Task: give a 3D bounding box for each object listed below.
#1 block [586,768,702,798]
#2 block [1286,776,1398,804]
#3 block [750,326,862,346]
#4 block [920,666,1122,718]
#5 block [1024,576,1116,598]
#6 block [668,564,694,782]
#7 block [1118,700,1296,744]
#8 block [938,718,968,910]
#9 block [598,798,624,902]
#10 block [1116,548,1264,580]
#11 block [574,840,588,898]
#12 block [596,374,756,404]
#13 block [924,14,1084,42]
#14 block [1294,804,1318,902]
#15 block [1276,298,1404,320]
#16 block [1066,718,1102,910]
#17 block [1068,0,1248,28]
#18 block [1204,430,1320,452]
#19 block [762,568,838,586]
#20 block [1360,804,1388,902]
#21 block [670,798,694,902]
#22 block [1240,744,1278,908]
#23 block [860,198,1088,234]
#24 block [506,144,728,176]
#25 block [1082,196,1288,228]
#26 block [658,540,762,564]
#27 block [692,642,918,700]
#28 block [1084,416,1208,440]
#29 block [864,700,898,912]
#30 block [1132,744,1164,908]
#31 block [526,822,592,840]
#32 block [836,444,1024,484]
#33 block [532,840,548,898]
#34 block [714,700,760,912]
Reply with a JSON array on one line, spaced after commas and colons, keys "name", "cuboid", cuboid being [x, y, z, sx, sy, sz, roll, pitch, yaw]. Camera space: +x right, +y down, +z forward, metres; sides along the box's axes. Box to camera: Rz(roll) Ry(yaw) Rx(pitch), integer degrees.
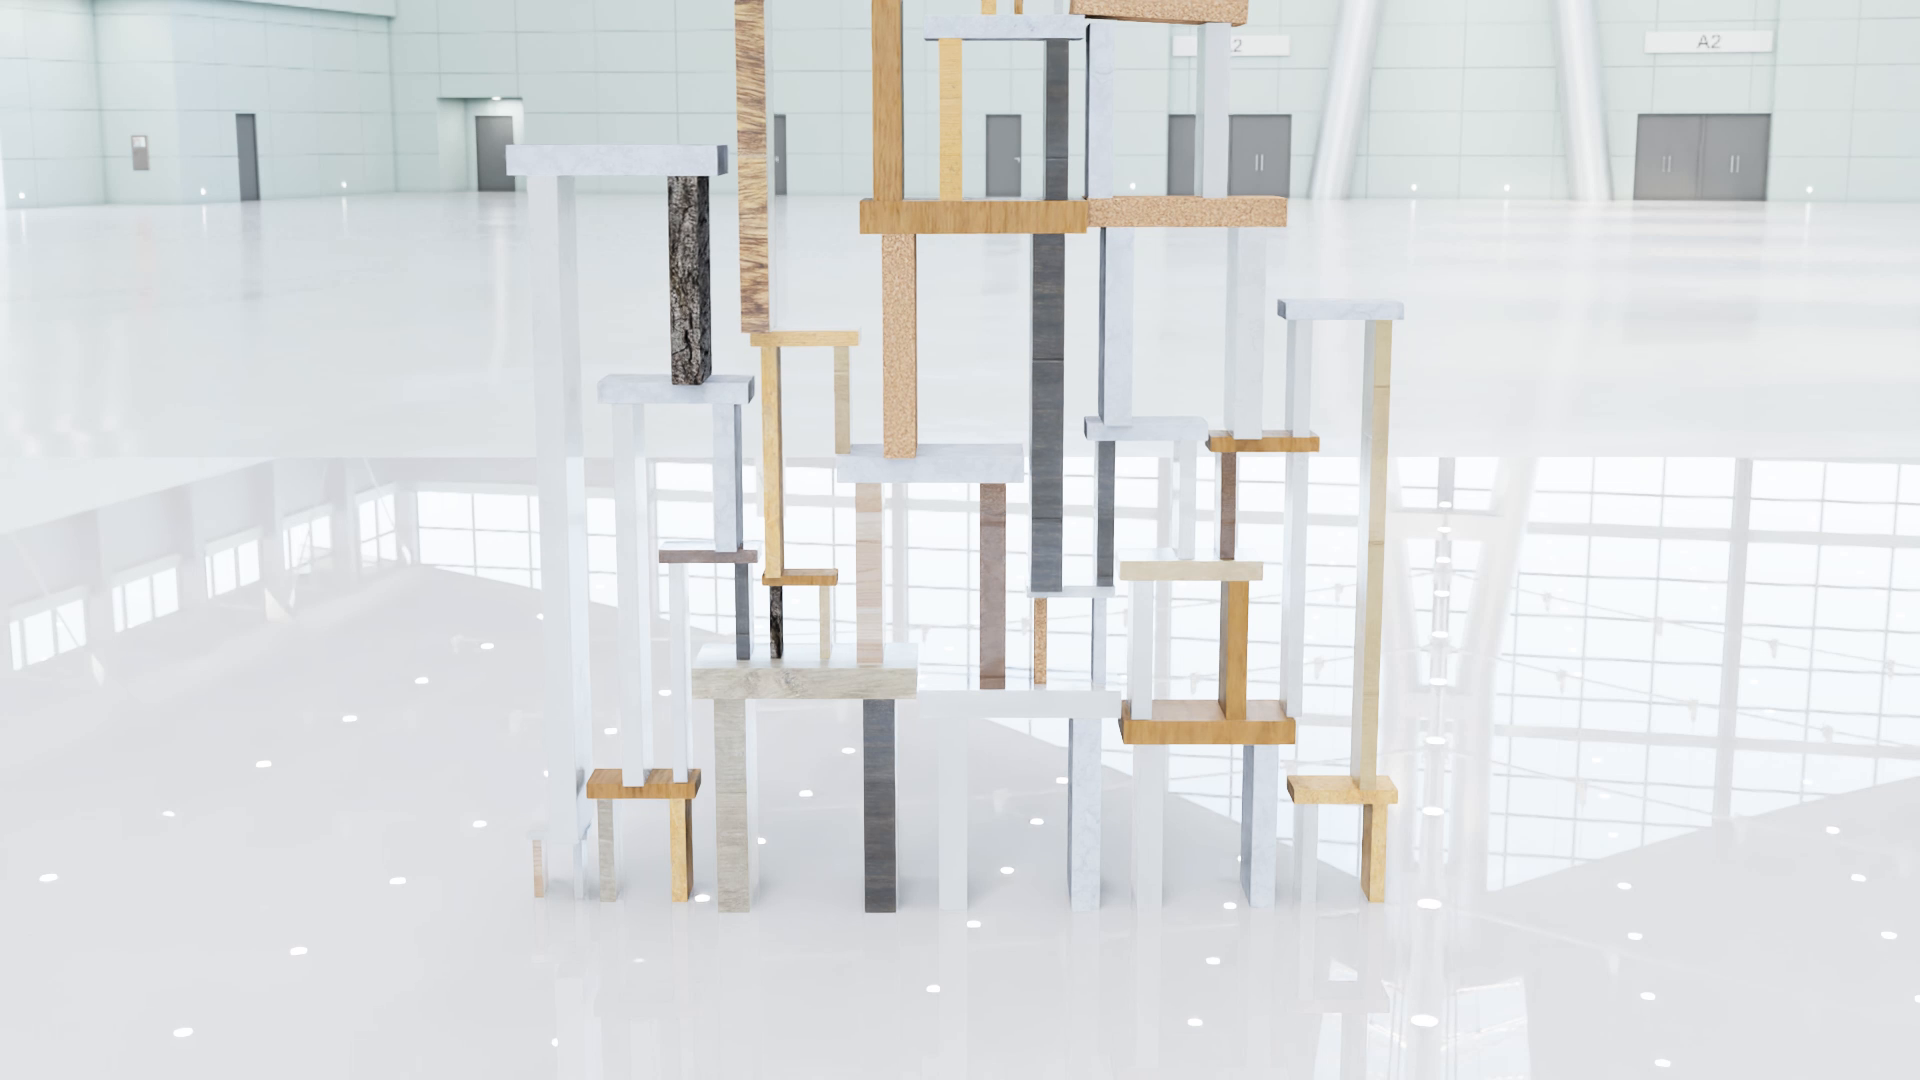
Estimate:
[{"name": "block", "cuboid": [-0.522, 0.403, 3.638, 0.177, 0.025, 0.089, 0, 11, 0]}, {"name": "block", "cuboid": [0.631, 0.412, 3.634, 0.169, 0.024, 0.085, 0, 11, 0]}, {"name": "block", "cuboid": [-0.244, -0.324, 3.498, 0.171, 0.024, 0.086, 0, 11, 0]}, {"name": "block", "cuboid": [0.097, 0.249, 3.607, 0.324, 0.046, 0.162, 0, 11, 0]}, {"name": "block", "cuboid": [0.178, 0.077, 3.569, 0.143, 0.020, 0.072, 0, 11, -1]}, {"name": "block", "cuboid": [-0.457, 0.210, 3.604, 0.023, 0.366, 0.080, 0, 11, 0]}, {"name": "block", "cuboid": [0.403, 0.298, 3.613, 0.277, 0.039, 0.139, 0, 11, 0]}, {"name": "block", "cuboid": [-0.011, 0.431, 3.641, 0.046, 0.324, 0.162, 0, 11, 0]}, {"name": "block", "cuboid": [-0.581, 0.502, 3.656, 0.025, 0.177, 0.089, 0, 11, 0]}, {"name": "block", "cuboid": [0.369, 0.039, 3.562, 0.229, 0.032, 0.114, 0, 11, 0]}, {"name": "block", "cuboid": [-0.632, 0.540, 3.665, 0.014, 0.100, 0.050, 0, 11, 0]}, {"name": "block", "cuboid": [-0.452, -0.242, 3.519, 0.238, 0.034, 0.119, 0, 11, 0]}, {"name": "block", "cuboid": [0.067, -0.794, 3.411, 0.245, 0.035, 0.122, 0, 11, 0]}, {"name": "block", "cuboid": [0.574, 0.507, 3.651, 0.024, 0.169, 0.085, 0, 11, 0]}, {"name": "block", "cuboid": [0.603, -0.367, 3.489, 0.185, 0.026, 0.093, 0, 11, 0]}, {"name": "block", "cuboid": [0.205, 0.431, 3.640, 0.046, 0.324, 0.162, 0, 11, 0]}, {"name": "block", "cuboid": [0.305, -0.824, 3.408, 0.265, 0.037, 0.132, 3, 11, -1]}, {"name": "block", "cuboid": [0.484, -0.159, 3.525, 0.173, 0.024, 0.086, 0, 11, 0]}, {"name": "block", "cuboid": [-0.259, 0.060, 3.575, 0.121, 0.017, 0.060, 0, 11, 0]}, {"name": "block", "cuboid": [0.687, 0.507, 3.651, 0.024, 0.169, 0.085, 0, 11, 0]}, {"name": "block", "cuboid": [-0.463, 0.502, 3.656, 0.025, 0.177, 0.089, 0, 11, 0]}, {"name": "block", "cuboid": [0.495, 0.454, 3.642, 0.039, 0.277, 0.139, 0, 11, 0]}, {"name": "block", "cuboid": [0.021, -0.511, 3.459, 0.349, 0.049, 0.175, 0, 11, 0]}, {"name": "block", "cuboid": [-0.532, -0.596, 3.442, 0.322, 0.046, 0.161, 0, 11, 0]}, {"name": "block", "cuboid": [0.350, -0.519, 3.468, 0.309, 0.044, 0.154, 0, 11, 0]}, {"name": "block", "cuboid": [-0.404, 0.019, 3.569, 0.159, 0.023, 0.080, 0, 11, 0]}, {"name": "block", "cuboid": [-0.249, 0.213, 3.598, 0.358, 0.051, 0.179, 0, 11, 0]}, {"name": "block", "cuboid": [0.297, -0.179, 3.525, 0.192, 0.027, 0.096, 0, 11, 0]}, {"name": "block", "cuboid": [-0.130, 0.414, 3.635, 0.051, 0.358, 0.179, 0, 11, 0]}, {"name": "block", "cuboid": [0.310, 0.454, 3.642, 0.039, 0.277, 0.139, 0, 11, 0]}, {"name": "block", "cuboid": [-0.666, 0.484, 3.654, 0.100, 0.014, 0.050, 0, 11, 0]}, {"name": "block", "cuboid": [-0.046, -0.124, 3.538, 0.296, 0.042, 0.148, 0, 11, 0]}, {"name": "block", "cuboid": [-0.699, 0.540, 3.665, 0.014, 0.100, 0.050, 0, 11, 0]}, {"name": "block", "cuboid": [-0.369, 0.414, 3.635, 0.051, 0.358, 0.179, 0, 11, 0]}]
